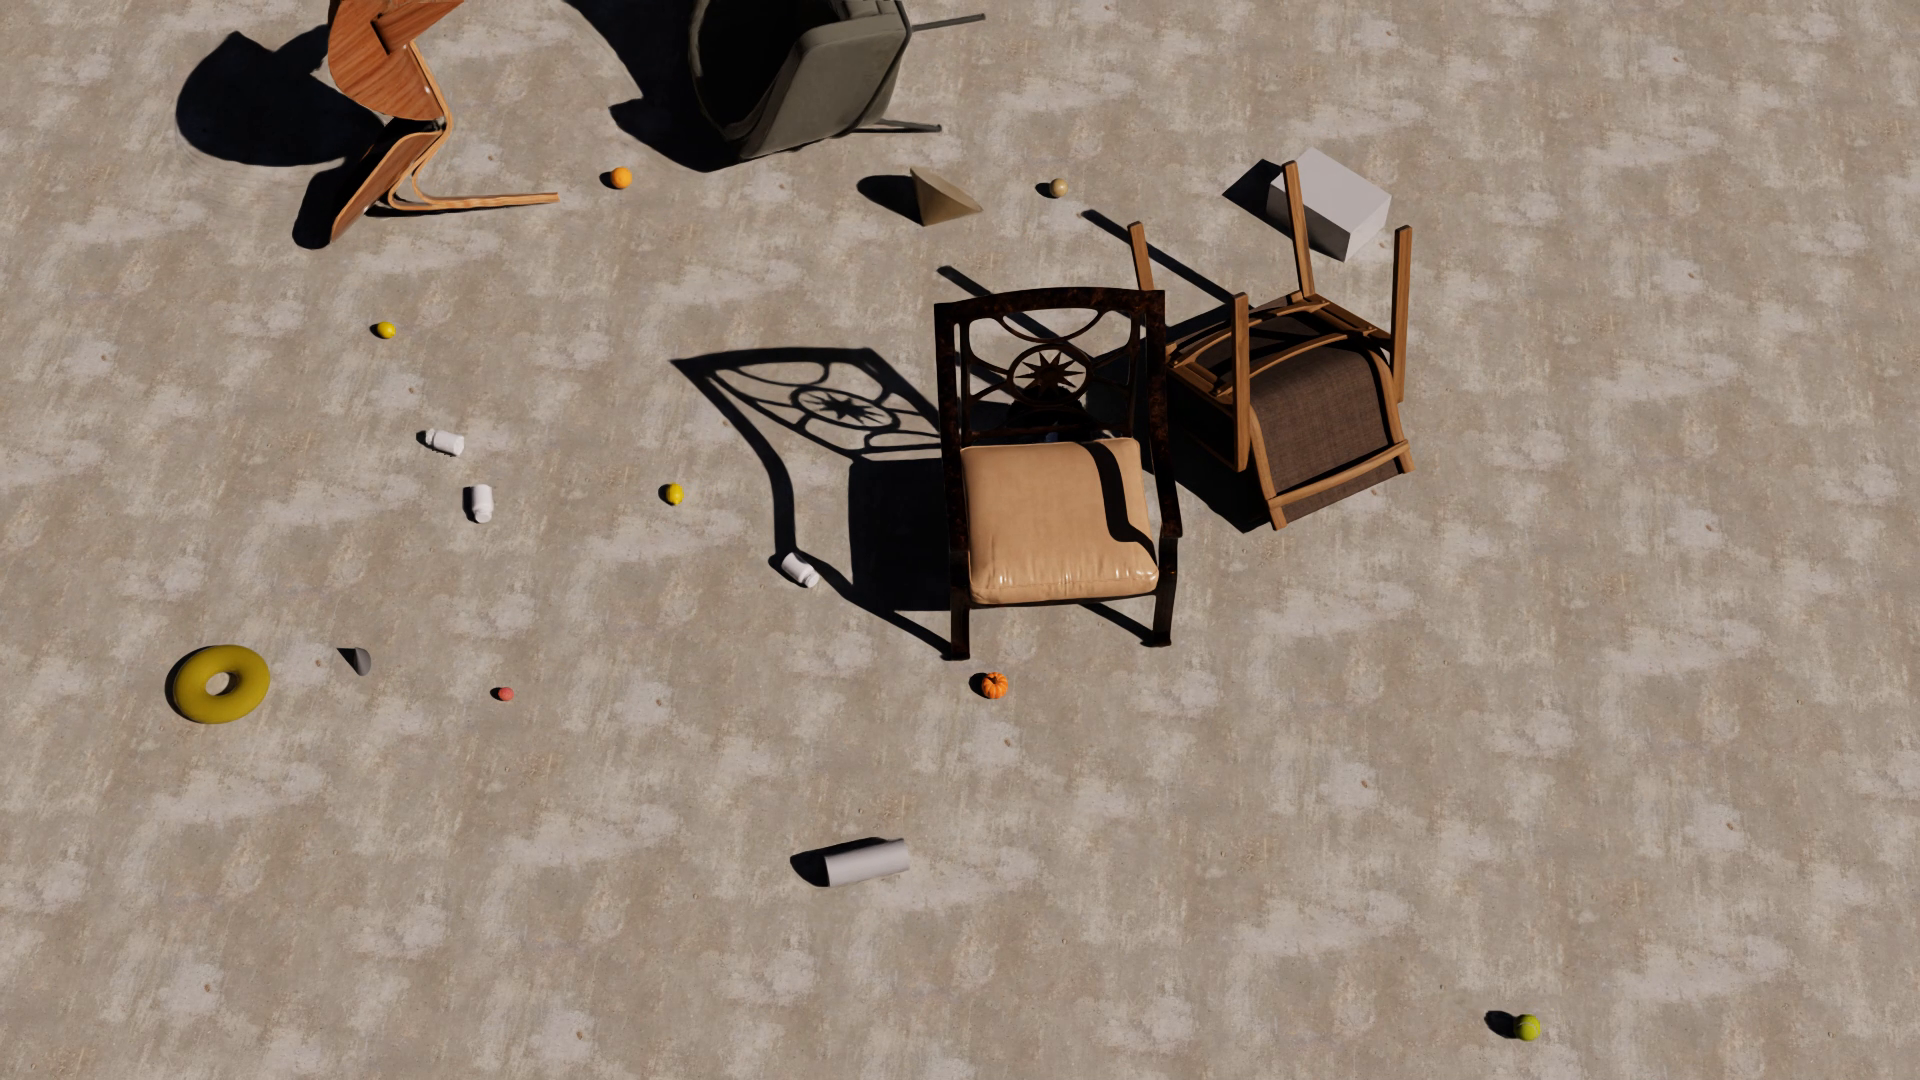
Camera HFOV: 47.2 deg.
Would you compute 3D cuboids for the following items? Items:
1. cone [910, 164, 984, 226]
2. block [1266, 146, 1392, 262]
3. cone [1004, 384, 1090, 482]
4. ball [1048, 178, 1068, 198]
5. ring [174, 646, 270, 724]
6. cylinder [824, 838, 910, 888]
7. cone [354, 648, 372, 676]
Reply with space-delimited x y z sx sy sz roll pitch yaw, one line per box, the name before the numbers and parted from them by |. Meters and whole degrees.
cone | -0.083 -1.097 7.248 0.289 0.150 0.263 26 18 -23
block | 1.209 -1.103 7.228 0.326 0.144 0.223 37 64 22
cone | 0.295 -0.363 6.739 0.267 0.312 0.234 10 23 13
ball | 0.328 -1.172 7.322 0.064 0.064 0.064 0 56 0
ring | -2.102 0.410 6.262 0.272 0.063 0.257 -4 55 -3
cylinder | -0.251 0.871 5.924 0.219 0.109 0.085 -12 68 -8
cone | -1.723 0.328 6.301 0.052 0.087 0.094 -12 57 -8
